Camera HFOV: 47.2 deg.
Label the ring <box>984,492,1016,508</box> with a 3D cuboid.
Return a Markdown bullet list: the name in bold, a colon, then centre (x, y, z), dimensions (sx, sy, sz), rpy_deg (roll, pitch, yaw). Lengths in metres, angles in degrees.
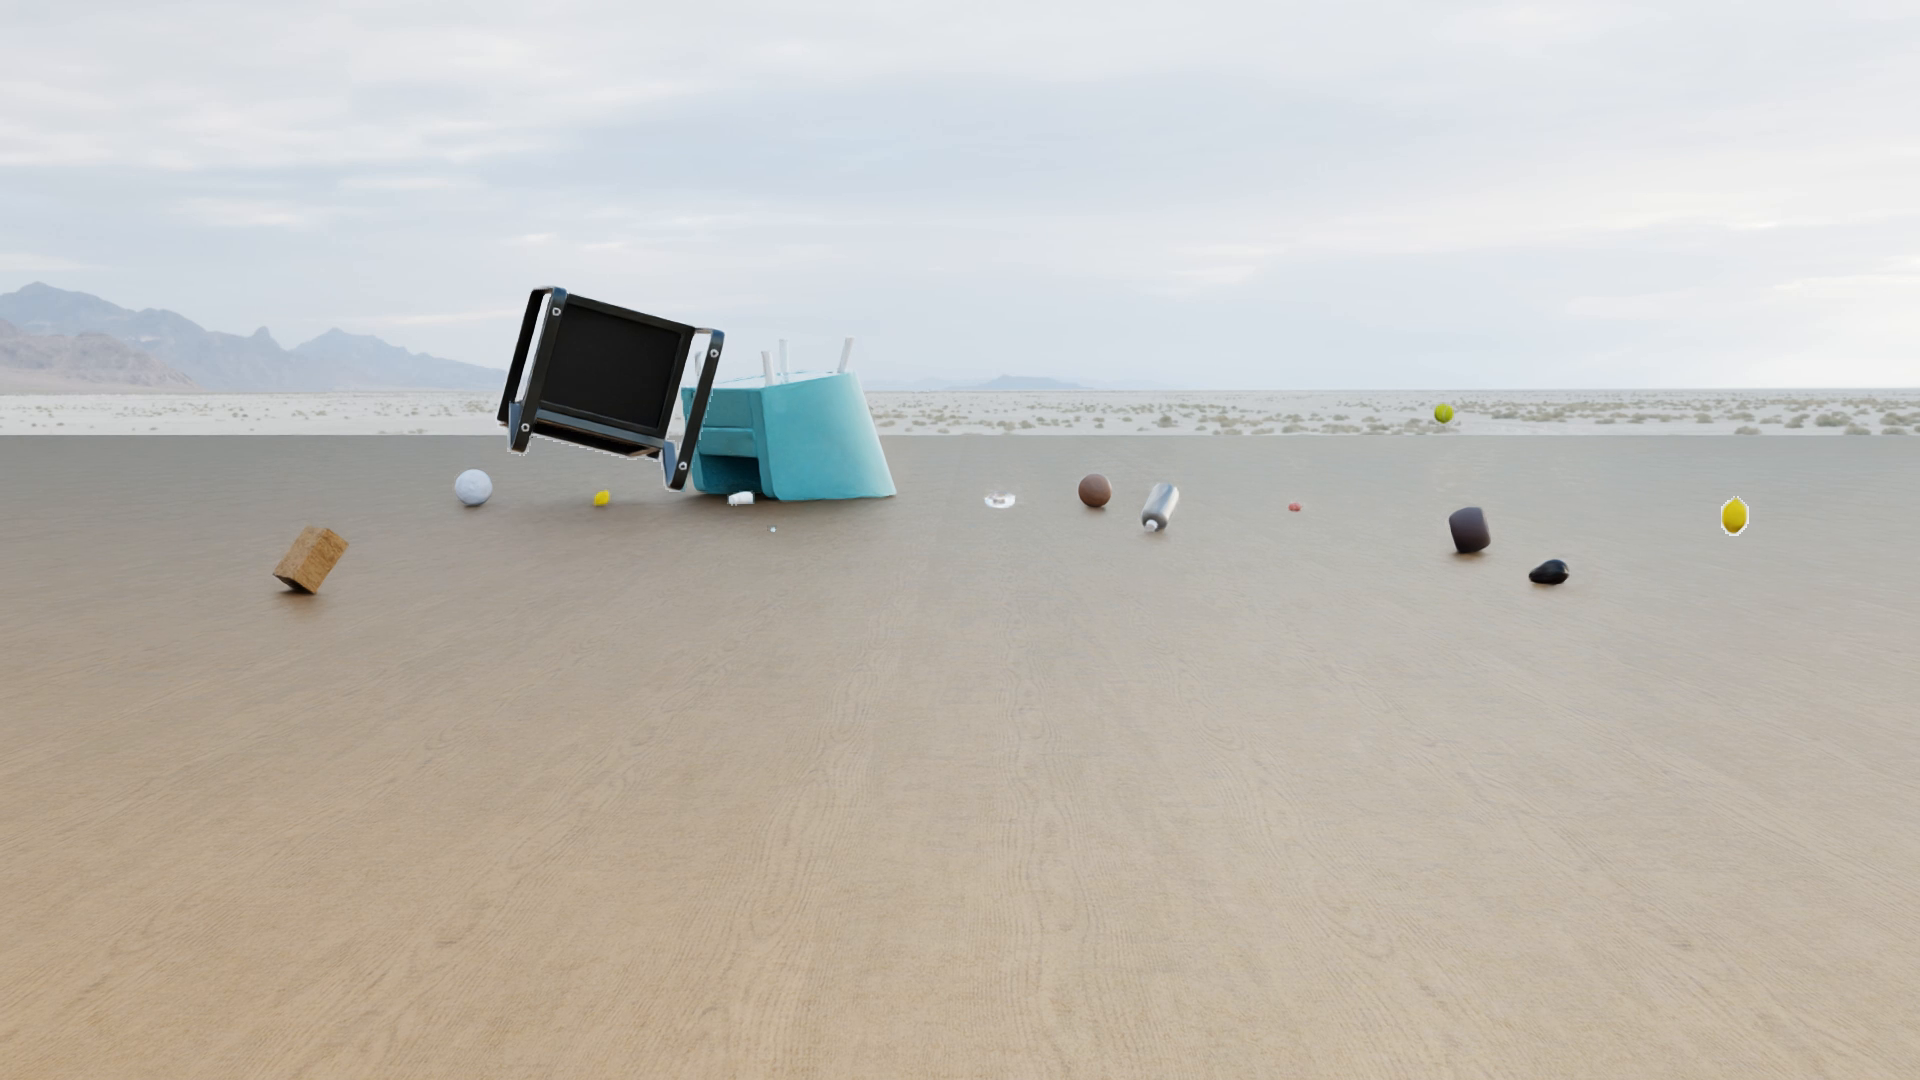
- **ring**: centre (0.152, -0.151, 8.317), dimensions (0.124, 0.035, 0.091), rpy_deg (1, 30, 27)

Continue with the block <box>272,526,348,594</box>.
- **block**: centre (-1.443, 0.042, 4.884), dimensions (0.060, 0.134, 0.139), rpy_deg (42, -20, -30)

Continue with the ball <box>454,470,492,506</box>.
- **ball**: centre (-1.870, -0.202, 8.454), dimensions (0.141, 0.141, 0.141), rpy_deg (0, 4, 0)

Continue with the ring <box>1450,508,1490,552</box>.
- **ring**: centre (1.410, -0.029, 6.081), dimensions (0.095, 0.123, 0.210), rpy_deg (-16, 3, 15)
